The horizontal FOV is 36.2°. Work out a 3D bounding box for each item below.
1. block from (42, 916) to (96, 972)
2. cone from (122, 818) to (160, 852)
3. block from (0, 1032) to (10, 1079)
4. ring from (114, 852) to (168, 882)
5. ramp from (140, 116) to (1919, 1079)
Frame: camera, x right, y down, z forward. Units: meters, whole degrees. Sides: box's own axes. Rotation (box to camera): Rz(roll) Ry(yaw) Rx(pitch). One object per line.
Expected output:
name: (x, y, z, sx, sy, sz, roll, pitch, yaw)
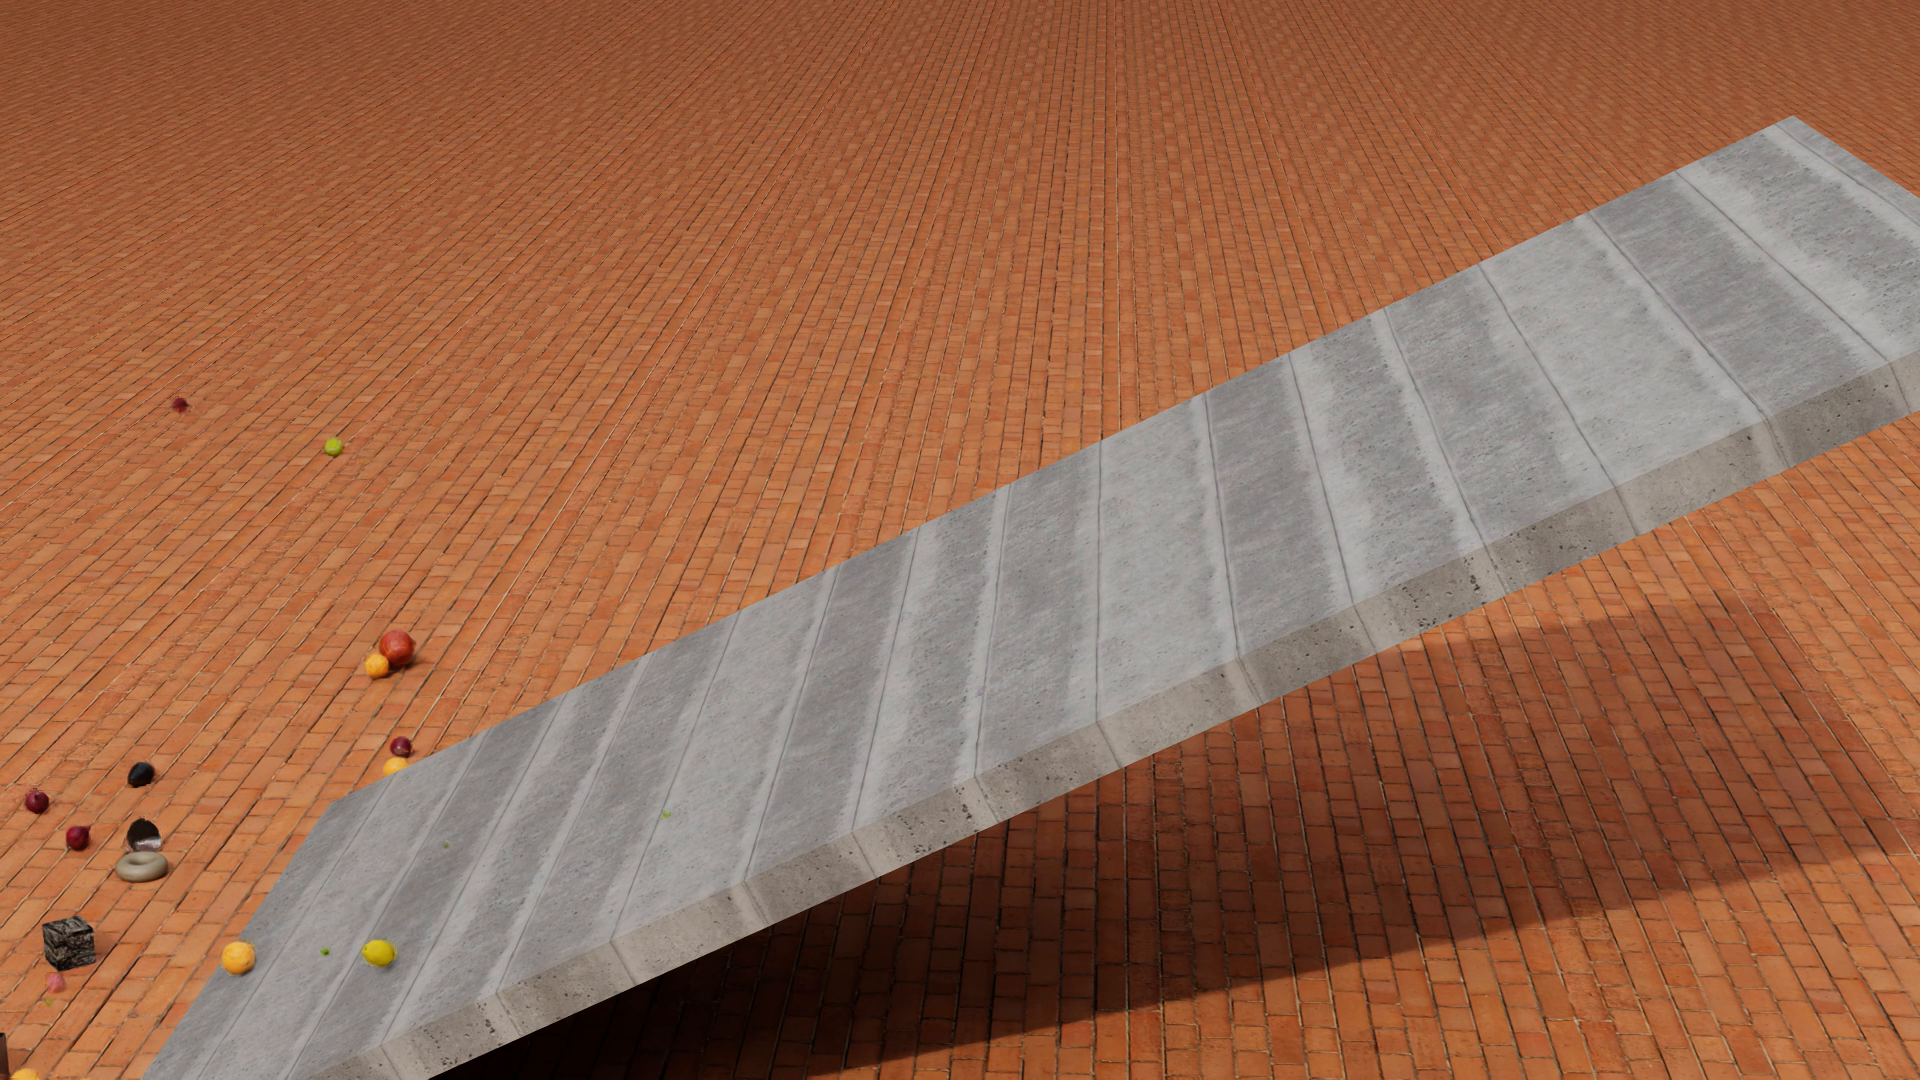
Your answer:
block: (-2.072, 0.938, 6.839, 0.089, 0.089, 0.089, -11, 20, -34)
cone: (-2.106, 0.770, 7.485, 0.099, 0.099, 0.099, -21, 2, 36)
block: (-2.093, 1.109, 6.246, 0.098, 0.098, 0.098, 3, 17, 10)
ring: (-2.042, 0.815, 7.338, 0.130, 0.043, 0.130, 1, 17, 0)
ramp: (0.139, 0.168, 6.281, 4.000, 0.100, 2.000, -25, 14, 10)
